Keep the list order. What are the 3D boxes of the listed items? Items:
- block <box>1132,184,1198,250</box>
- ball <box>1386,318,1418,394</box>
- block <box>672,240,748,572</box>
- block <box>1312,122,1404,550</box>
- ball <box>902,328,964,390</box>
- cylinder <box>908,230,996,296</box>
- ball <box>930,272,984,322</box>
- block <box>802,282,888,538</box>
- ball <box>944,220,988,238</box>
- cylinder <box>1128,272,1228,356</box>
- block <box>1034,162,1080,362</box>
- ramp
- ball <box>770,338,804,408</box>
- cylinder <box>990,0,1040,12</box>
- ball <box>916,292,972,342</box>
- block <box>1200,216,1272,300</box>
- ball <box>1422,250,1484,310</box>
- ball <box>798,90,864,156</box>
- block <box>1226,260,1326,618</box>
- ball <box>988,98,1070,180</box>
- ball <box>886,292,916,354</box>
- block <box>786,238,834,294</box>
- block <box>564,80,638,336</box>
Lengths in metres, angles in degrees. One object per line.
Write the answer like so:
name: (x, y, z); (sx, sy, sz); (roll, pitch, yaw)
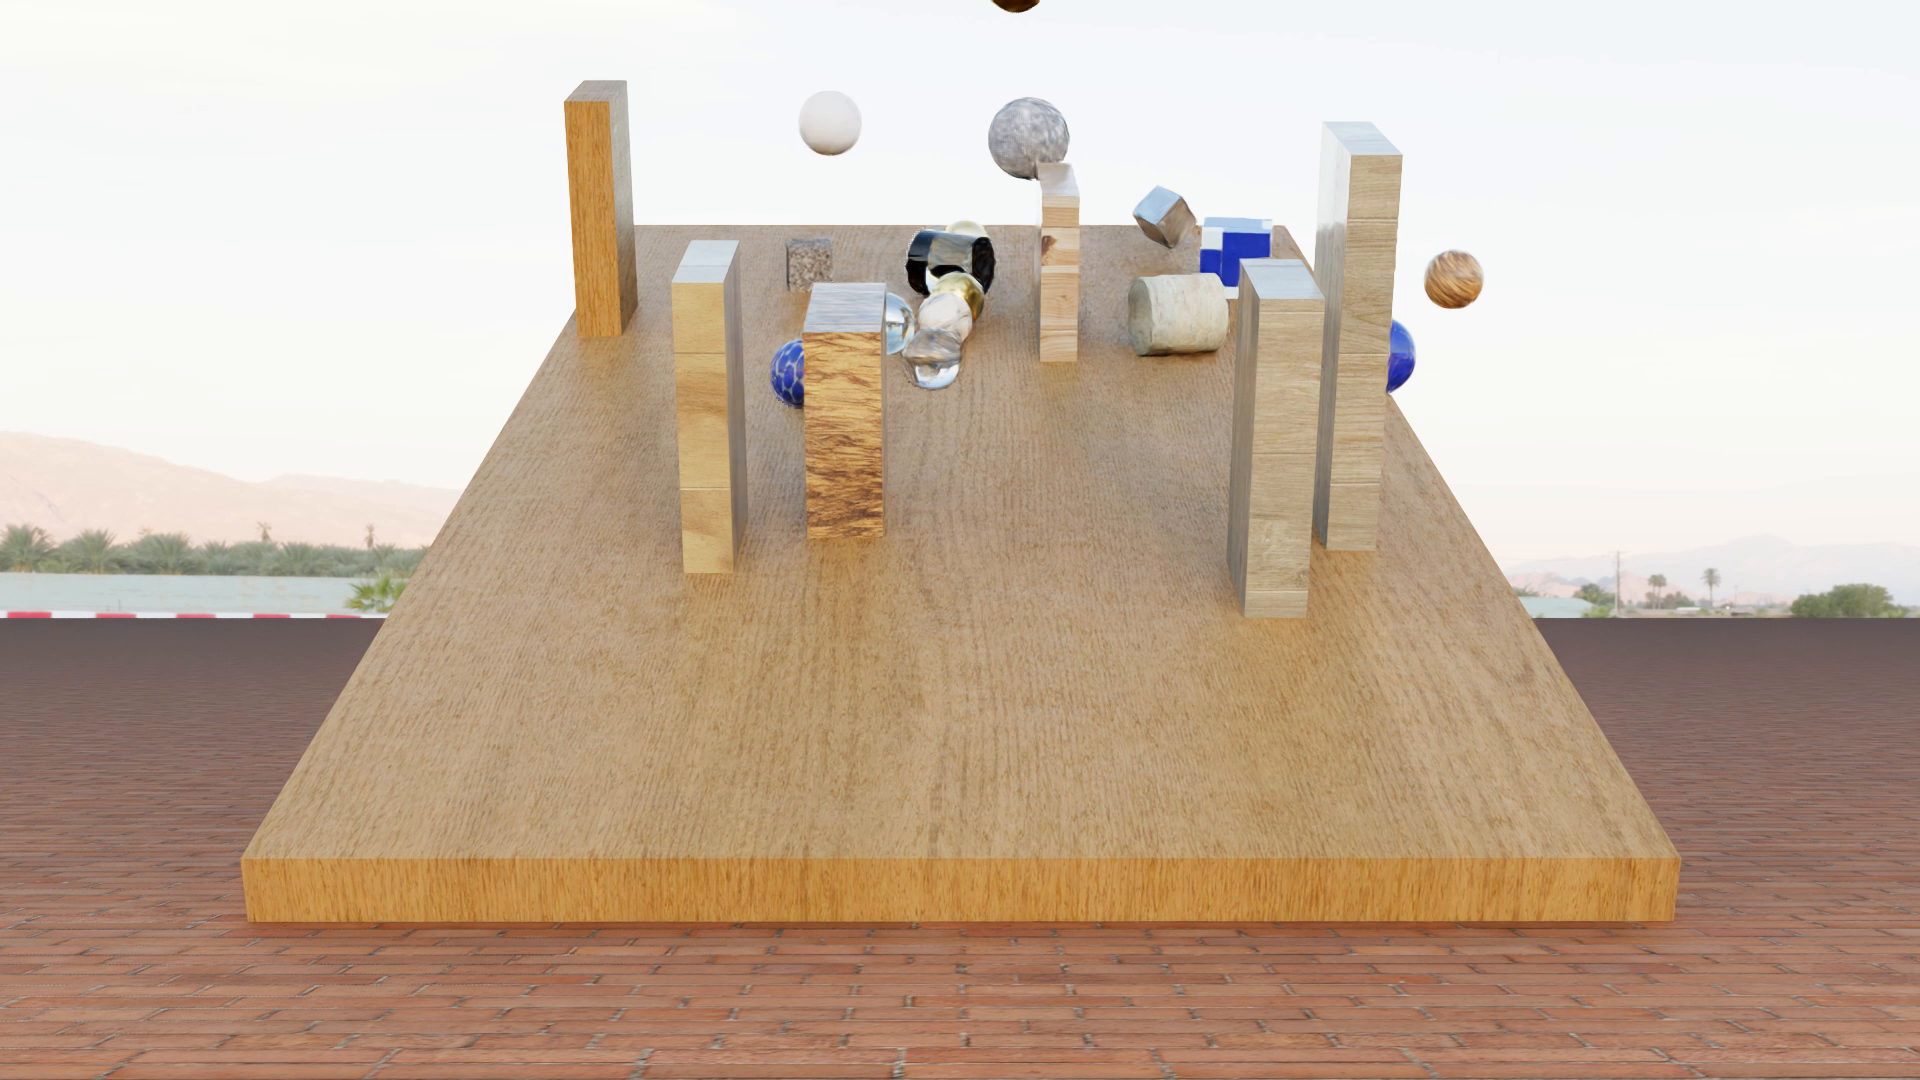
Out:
block: (0.589, -0.931, 6.550); (0.114, 0.114, 0.114); (35, -10, 46)
ball: (0.953, -0.423, 5.210); (0.186, 0.186, 0.186); (0, -2, 0)
block: (-0.462, -0.252, 4.232); (0.091, 0.546, 0.327); (0, 20, 0)
block: (0.738, -0.390, 4.314); (0.093, 0.750, 0.332); (0, 20, 0)
ball: (-0.062, -0.421, 5.261); (0.143, 0.143, 0.143); (0, -2, 0)
cylinder: (-0.023, -0.731, 6.049); (0.172, 0.172, 0.172); (11, 4, 28)
ball: (-0.008, -0.611, 5.774); (0.141, 0.141, 0.141); (0, -2, 0)
block: (-0.220, -0.260, 4.452); (0.144, 0.406, 0.373); (0, 20, 0)
ball: (0.014, -0.831, 6.373); (0.134, 0.134, 0.134); (0, -2, 0)
cylinder: (0.530, -0.551, 5.543); (0.190, 0.190, 0.190); (-5, -1, -14)
block: (0.237, -0.692, 5.616); (0.089, 0.404, 0.409); (0, 20, 0)
ramp: (-0.005, -0.211, 5.046); (2.000, 0.100, 4.000); (0, 20, 0)
ball: (-0.351, -0.377, 5.125); (0.155, 0.155, 0.155); (0, -2, 0)
cylinder: (0.138, -1.594, 6.410); (0.182, 0.182, 0.182); (-1, 2, 17)
ball: (-0.038, -0.541, 5.591); (0.138, 0.138, 0.138); (0, -2, 0)
block: (0.742, -0.758, 6.114); (0.181, 0.181, 0.181); (3, 21, 8)
ball: (1.401, -0.740, 6.456); (0.172, 0.172, 0.172); (0, -2, 0)
ball: (-0.361, -1.160, 6.325); (0.182, 0.182, 0.182); (0, -2, 0)
block: (0.552, -0.181, 4.008); (0.108, 0.573, 0.282); (0, 20, 0)
ball: (0.176, -1.027, 5.820); (0.209, 0.209, 0.209); (0, -2, 0)
ball: (-0.184, -0.526, 5.533); (0.151, 0.151, 0.151); (0, -2, 0)
block: (-0.408, -0.743, 6.157); (0.118, 0.118, 0.118); (-3, 21, -8)
block: (-0.904, -0.842, 5.752); (0.110, 0.587, 0.323); (0, 20, 0)
